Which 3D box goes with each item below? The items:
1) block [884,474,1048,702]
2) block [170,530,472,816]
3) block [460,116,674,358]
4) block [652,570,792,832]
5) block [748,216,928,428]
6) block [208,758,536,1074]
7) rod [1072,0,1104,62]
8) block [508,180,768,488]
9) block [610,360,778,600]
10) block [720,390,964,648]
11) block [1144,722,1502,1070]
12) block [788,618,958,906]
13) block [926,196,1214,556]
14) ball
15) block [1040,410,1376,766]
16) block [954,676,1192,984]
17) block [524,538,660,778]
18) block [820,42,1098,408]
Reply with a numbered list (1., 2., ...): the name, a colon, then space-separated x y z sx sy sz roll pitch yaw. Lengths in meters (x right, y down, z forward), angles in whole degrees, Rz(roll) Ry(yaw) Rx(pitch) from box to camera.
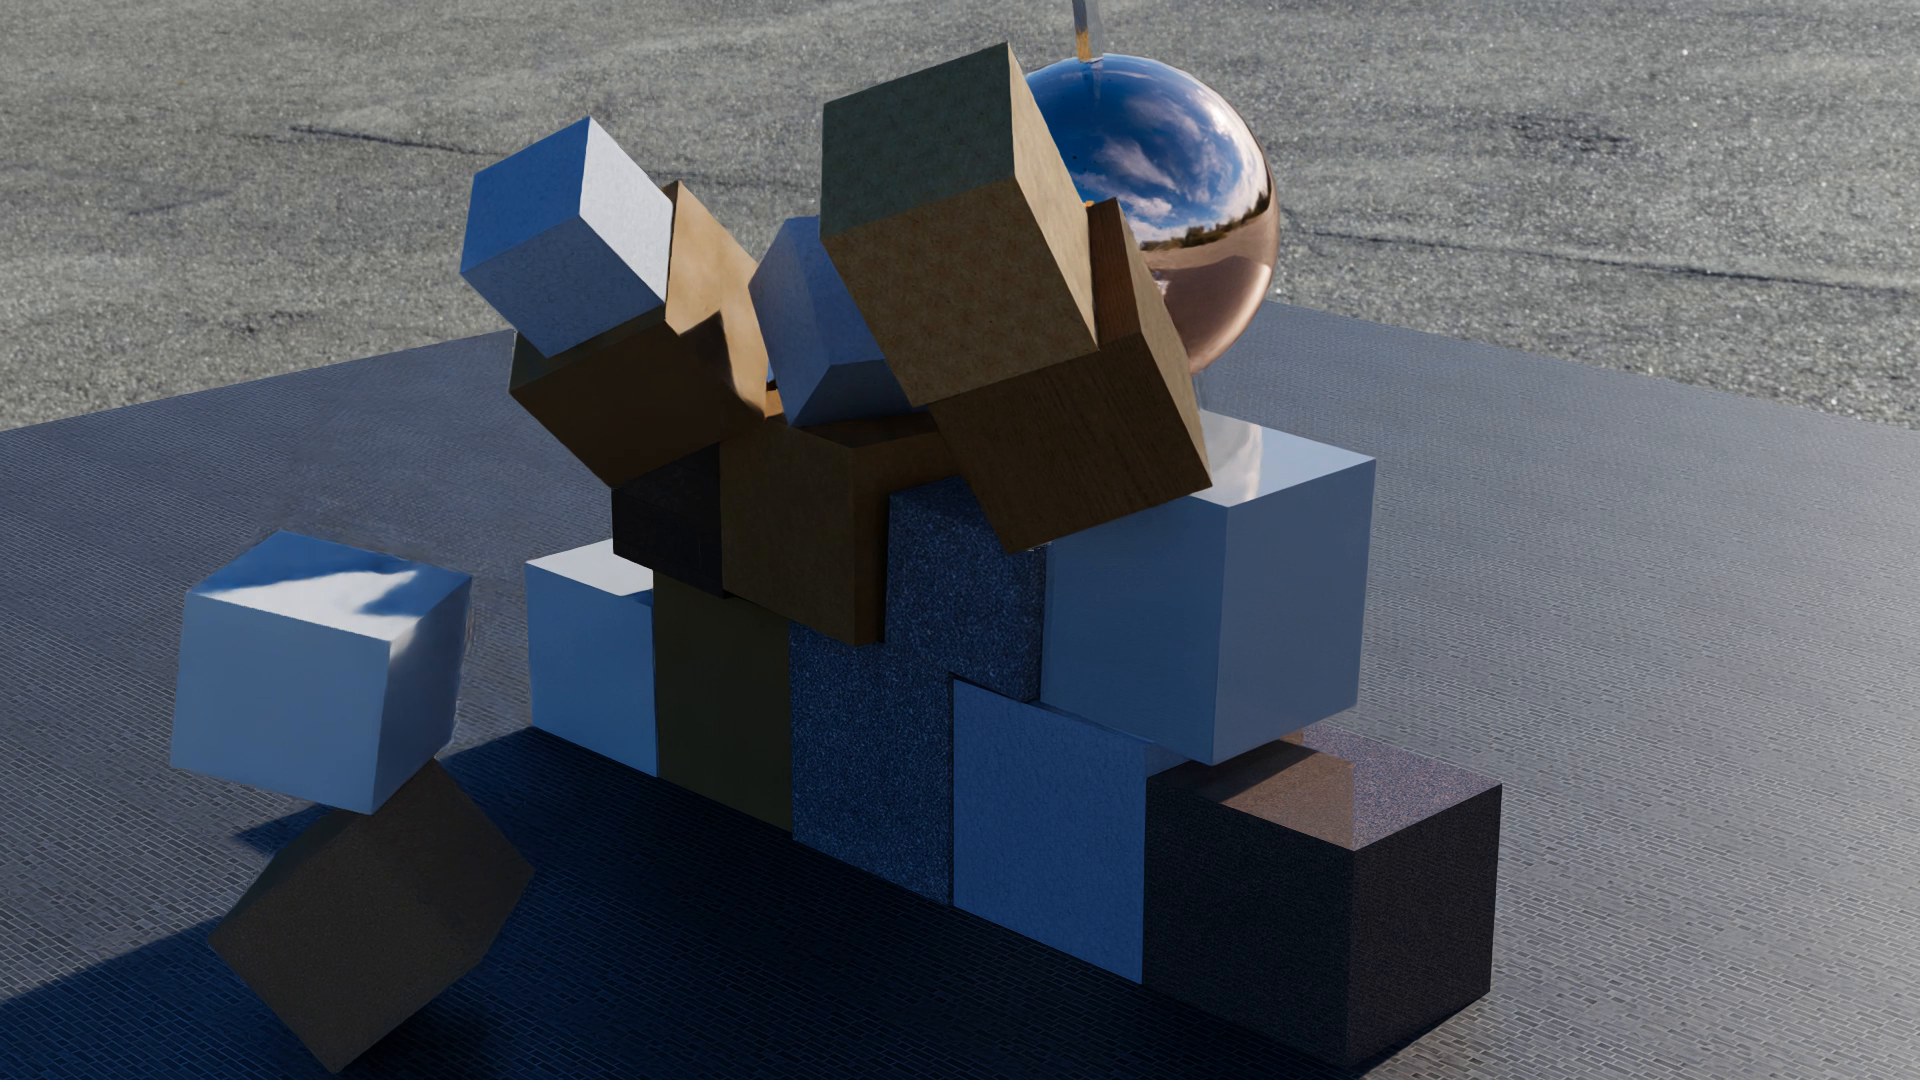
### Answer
1. block: 0.259 0.162 12.860 0.784 0.698 0.852 -17 28 -42
2. block: -2.535 0.512 11.692 0.837 0.730 0.863 13 19 8
3. block: -1.723 -1.329 12.908 0.645 0.615 0.638 -23 44 23
4. block: -0.782 0.667 14.398 0.973 1.094 1.041 -17 24 -42
5. block: -0.446 -0.996 13.060 0.696 0.721 0.618 -8 -20 -25
6. block: -2.357 1.473 11.843 0.816 0.736 0.872 -38 10 16
7. rod: 0.296 -4.535 12.227 0.080 5.200 0.080 17 33 42
8. block: -1.442 -0.935 13.400 0.859 0.751 0.903 -22 45 24
9. block: -1.054 -0.399 14.284 0.945 1.009 0.920 -14 23 -38
10. block: -0.414 -0.173 13.551 0.964 0.915 1.045 -13 22 -36
11. block: 1.499 1.438 12.198 0.985 0.942 1.070 -17 24 -42
12. block: -0.034 0.867 13.676 1.085 1.145 1.052 -16 24 -42
13. block: 0.407 -0.652 11.719 0.873 0.871 0.847 -19 42 12
14. ball: 0.683 -1.450 13.602 1.600 1.600 1.600 0 17 0
15. block: 1.036 0.173 12.320 0.940 1.106 0.976 19 25 40
16. block: 0.737 1.131 12.942 1.042 1.082 1.122 -17 24 -42
17. block: -1.518 0.542 15.127 0.991 0.895 1.016 -17 24 -42
18. block: -0.001 -1.194 11.149 0.758 0.892 0.827 -16 43 14
